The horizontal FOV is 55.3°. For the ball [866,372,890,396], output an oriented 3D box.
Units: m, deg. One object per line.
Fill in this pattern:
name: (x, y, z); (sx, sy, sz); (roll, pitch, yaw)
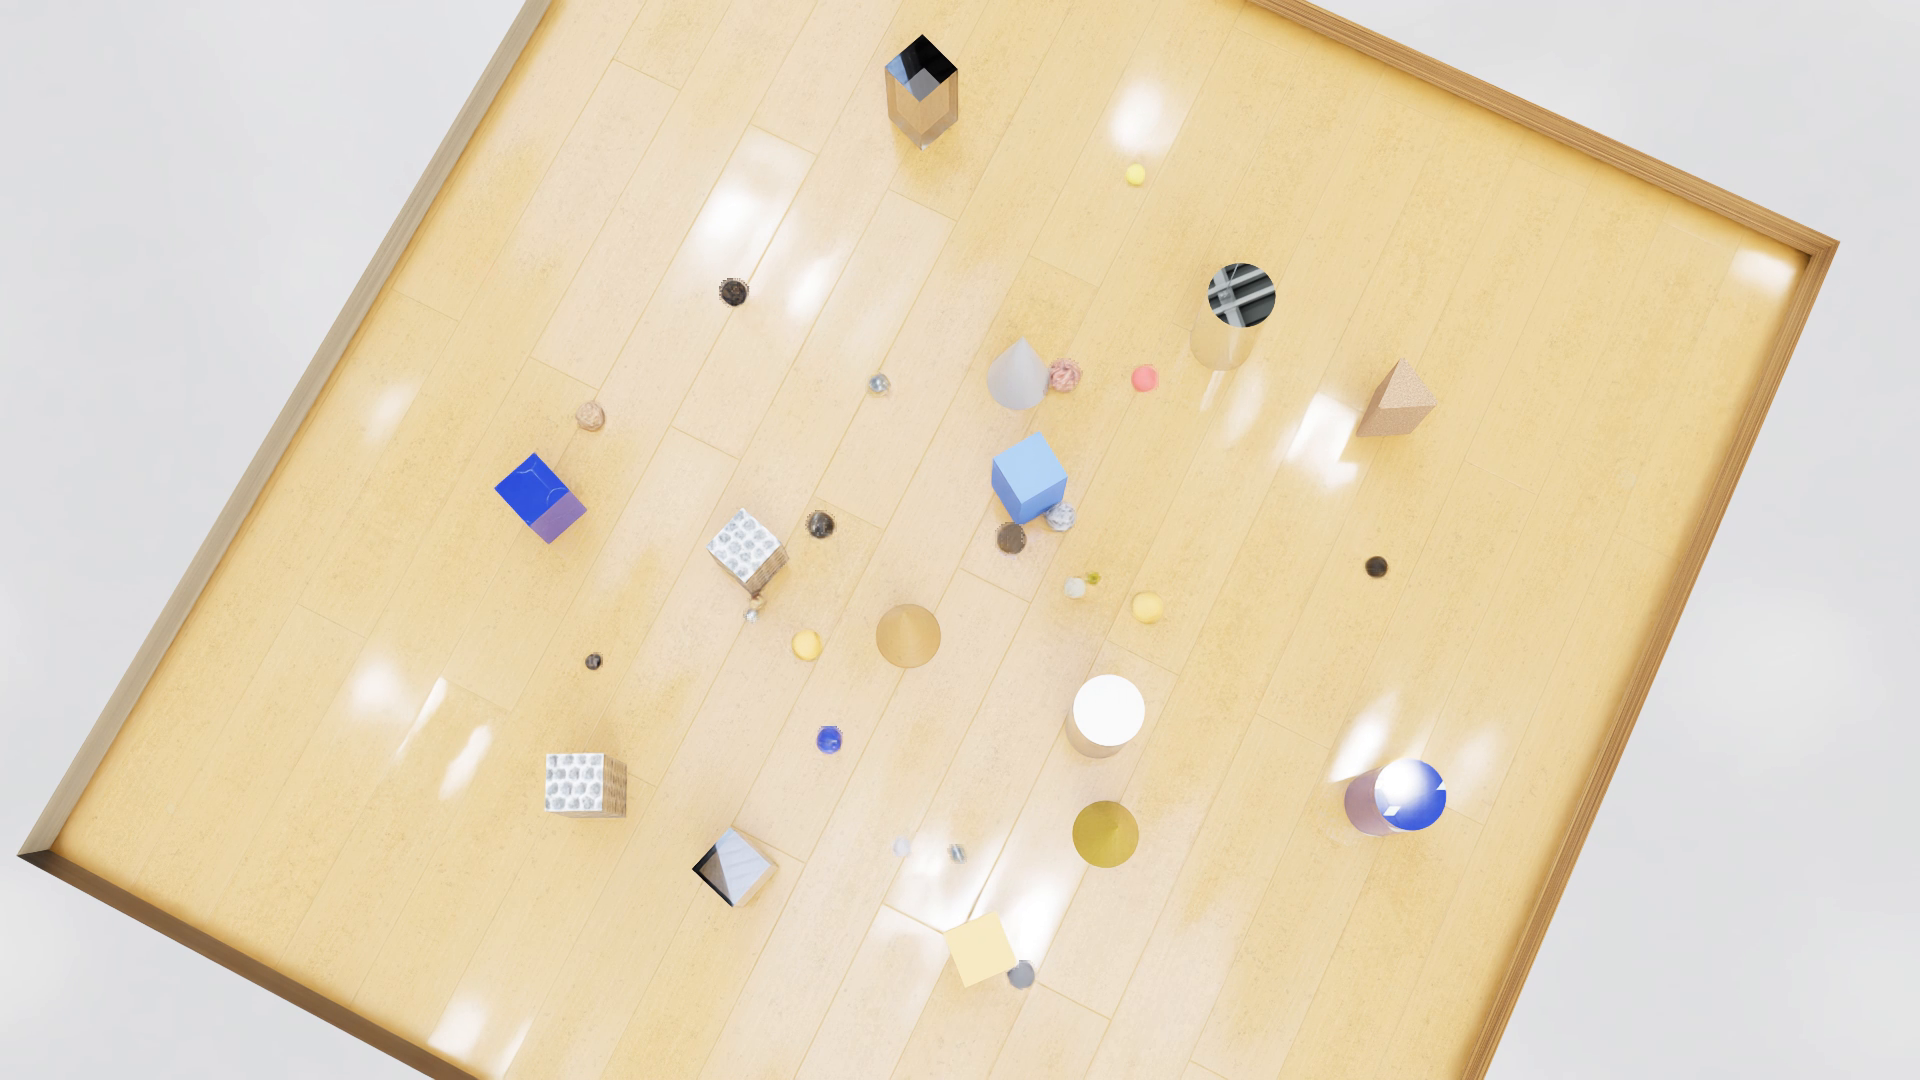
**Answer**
ball: (-0.252, -0.482, 5.679); (0.073, 0.073, 0.073); (0, 78, 0)

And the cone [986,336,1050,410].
cone: (0.183, -0.545, 5.506); (0.198, 0.438, 0.198); (0, 78, 0)

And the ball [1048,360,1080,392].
ball: (0.322, -0.505, 5.650); (0.099, 0.099, 0.099); (0, 78, 0)

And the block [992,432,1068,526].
block: (0.205, -0.177, 5.480); (0.158, 0.339, 0.158); (-30, 80, -6)

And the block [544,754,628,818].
block: (-1.073, 0.711, 5.278); (0.158, 0.374, 0.158); (-1, 78, 0)

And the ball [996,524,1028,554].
ball: (0.157, -0.001, 5.567); (0.094, 0.094, 0.094); (0, 78, 0)

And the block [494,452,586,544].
block: (-1.257, -0.122, 5.506); (0.158, 0.267, 0.158); (-43, 81, -8)

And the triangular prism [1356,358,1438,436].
triangular prism: (1.308, -0.433, 5.539); (0.172, 0.328, 0.149); (-4, 78, -1)

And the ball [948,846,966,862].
ball: (-0.007, 0.925, 5.399); (0.051, 0.051, 0.051); (0, 78, 0)

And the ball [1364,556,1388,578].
ball: (1.265, 0.083, 5.564); (0.069, 0.069, 0.069); (0, 78, 0)

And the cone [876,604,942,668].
cone: (-0.156, 0.244, 5.328); (0.198, 0.466, 0.198); (0, 78, 0)

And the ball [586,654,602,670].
ball: (-1.104, 0.366, 5.516); (0.049, 0.049, 0.049); (0, 78, 0)

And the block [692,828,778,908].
block: (-0.647, 0.949, 5.296); (0.158, 0.244, 0.158); (42, 81, 8)

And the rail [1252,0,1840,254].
rail: (0.911, -1.777, 5.918); (4.043, 0.129, 0.045); (26, 80, 5)

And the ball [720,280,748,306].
ball: (-0.708, -0.773, 5.735); (0.082, 0.082, 0.082); (0, 78, 0)

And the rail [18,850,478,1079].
rail: (-0.911, 1.790, 5.179); (4.043, 0.129, 0.045); (26, 80, 5)

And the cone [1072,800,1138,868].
cone: (0.432, 0.827, 5.214); (0.198, 0.453, 0.198); (0, 78, 0)

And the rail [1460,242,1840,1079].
rail: (1.787, 0.882, 5.367); (0.045, 0.129, 4.120); (26, 80, 5)

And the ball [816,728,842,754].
ball: (-0.390, 0.599, 5.452); (0.079, 0.079, 0.079); (0, 78, 0)

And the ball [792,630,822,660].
ball: (-0.461, 0.315, 5.504); (0.092, 0.092, 0.092); (0, 78, 0)

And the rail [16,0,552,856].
rail: (-1.787, -0.868, 5.730); (0.045, 0.129, 4.120); (26, 80, 5)

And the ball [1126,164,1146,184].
ball: (0.559, -1.163, 5.825); (0.064, 0.064, 0.064); (0, 78, 0)

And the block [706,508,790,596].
block: (-0.633, 0.040, 5.481); (0.158, 0.250, 0.158); (41, 81, 8)

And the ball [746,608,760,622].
ball: (-0.628, 0.226, 5.549); (0.041, 0.041, 0.041); (0, 78, 0)

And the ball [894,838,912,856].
ball: (-0.168, 0.906, 5.402); (0.054, 0.054, 0.054); (0, 78, 0)

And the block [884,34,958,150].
block: (-0.118, -1.392, 5.721); (0.158, 0.360, 0.158); (-43, 81, -8)

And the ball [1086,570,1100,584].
ball: (0.405, 0.115, 5.571); (0.043, 0.043, 0.043); (0, 78, 0)

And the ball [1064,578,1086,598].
ball: (0.349, 0.145, 5.554); (0.063, 0.063, 0.063); (0, 78, 0)

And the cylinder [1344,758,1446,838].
cylinder: (1.242, 0.743, 5.253); (0.198, 0.411, 0.198); (0, 78, 0)

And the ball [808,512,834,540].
ball: (-0.423, -0.043, 5.583); (0.083, 0.083, 0.083); (0, 78, 0)

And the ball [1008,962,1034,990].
ball: (0.178, 1.262, 5.312); (0.080, 0.080, 0.080); (0, 78, 0)

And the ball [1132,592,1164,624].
ball: (0.565, 0.204, 5.526); (0.095, 0.095, 0.095); (0, 78, 0)

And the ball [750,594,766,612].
ball: (-0.610, 0.190, 5.527); (0.051, 0.051, 0.051); (0, 78, 0)

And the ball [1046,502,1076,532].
ball: (0.306, -0.069, 5.585); (0.090, 0.090, 0.090); (0, 78, 0)

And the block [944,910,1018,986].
block: (0.057, 1.160, 5.210); (0.158, 0.326, 0.158); (-22, 79, -4)

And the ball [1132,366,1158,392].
ball: (0.572, -0.499, 5.678); (0.082, 0.082, 0.082); (0, 78, 0)

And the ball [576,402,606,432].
ball: (-1.140, -0.380, 5.649); (0.090, 0.090, 0.090); (0, 78, 0)

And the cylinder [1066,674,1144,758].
cylinder: (0.414, 0.515, 5.296); (0.198, 0.420, 0.198); (0, 78, 0)

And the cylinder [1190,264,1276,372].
cylinder: (0.819, -0.667, 5.534); (0.198, 0.432, 0.198); (0, 78, 0)
